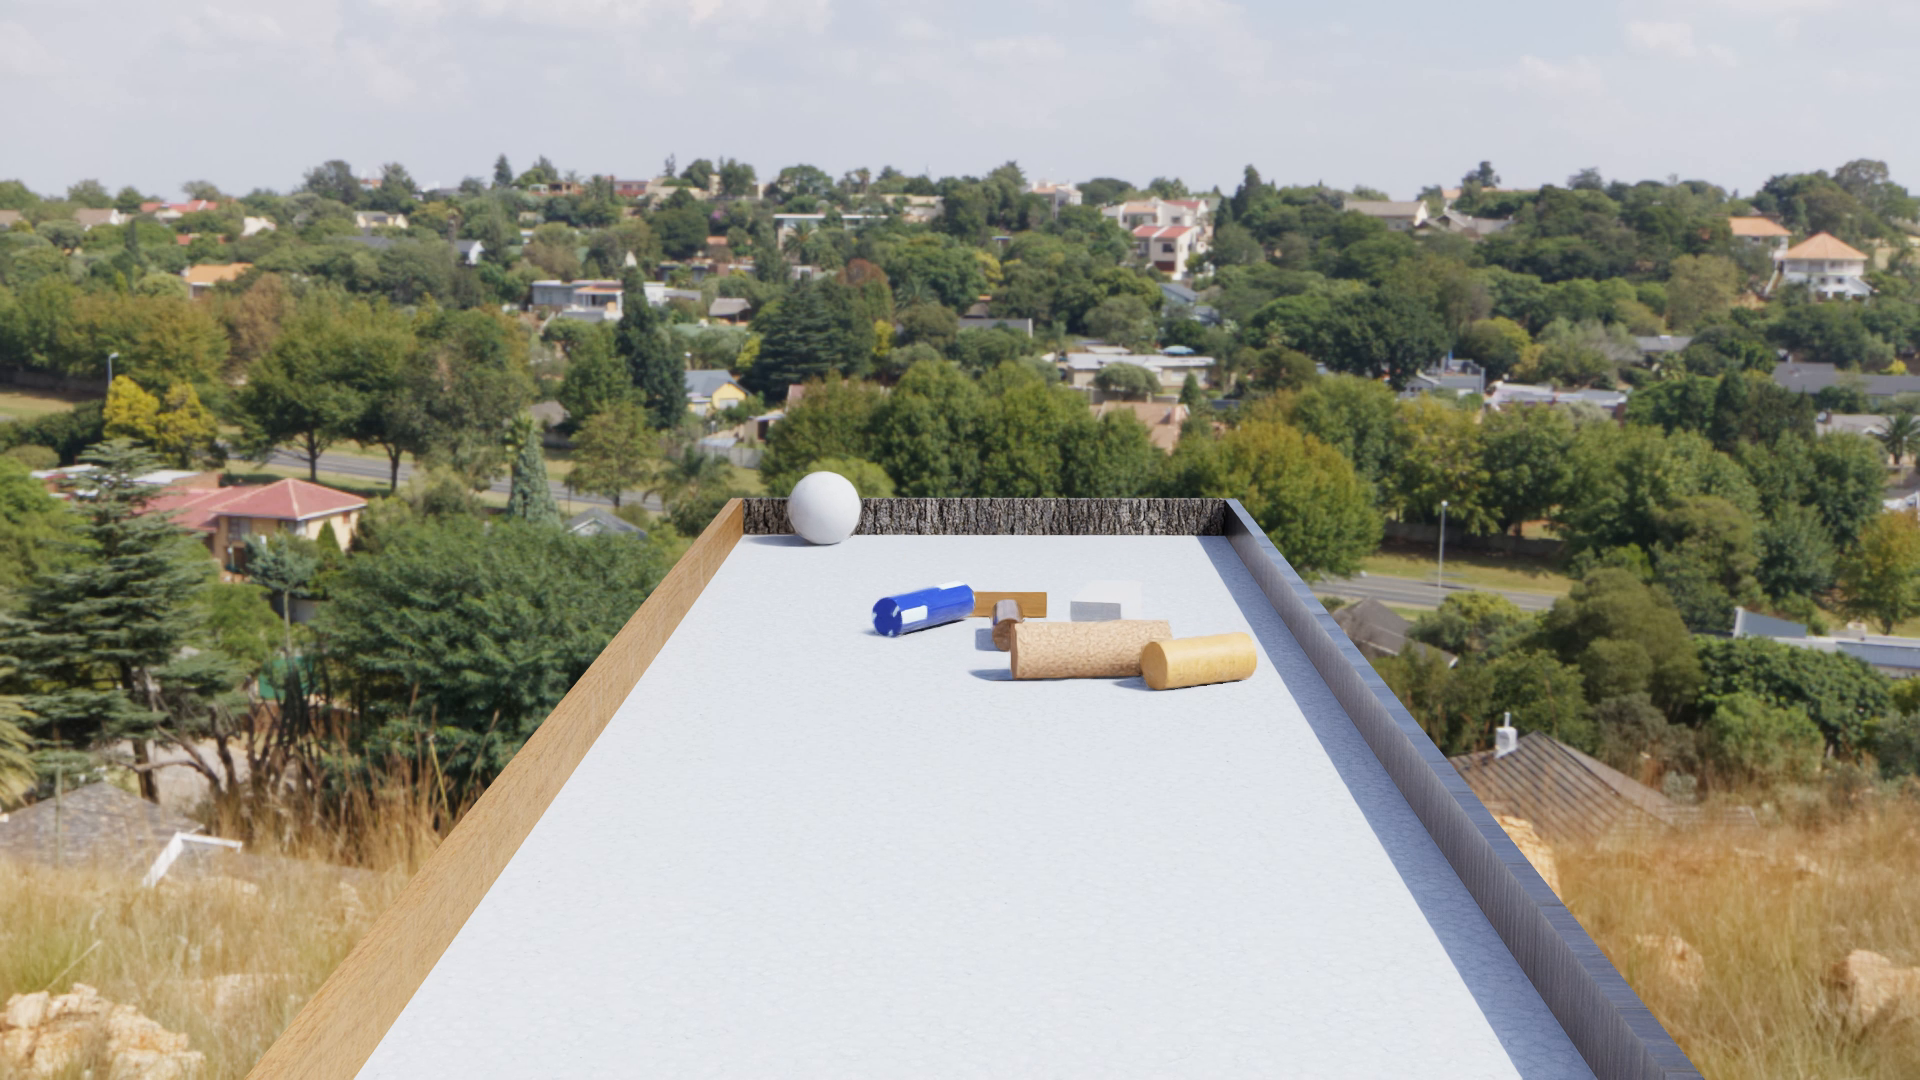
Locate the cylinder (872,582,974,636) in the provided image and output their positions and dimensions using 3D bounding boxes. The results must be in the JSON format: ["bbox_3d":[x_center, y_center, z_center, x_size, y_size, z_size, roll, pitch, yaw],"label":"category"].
[{"bbox_3d":[-0.117,0.224,7.190,0.126,0.126,0.381,7,11,37],"label":"cylinder"}]

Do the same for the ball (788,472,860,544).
[{"bbox_3d":[-0.550,-0.130,8.890,0.295,0.295,0.295,0,9,0],"label":"ball"}]

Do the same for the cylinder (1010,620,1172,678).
[{"bbox_3d":[0.385,0.320,6.469,0.457,0.164,0.164,-1,9,-7],"label":"cylinder"}]

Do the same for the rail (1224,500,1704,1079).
[{"bbox_3d":[1.046,0.843,3.208,0.050,0.150,12.000,0,9,1],"label":"rail"}]

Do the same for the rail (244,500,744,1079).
[{"bbox_3d":[-1.004,0.839,3.234,0.050,0.150,12.000,0,9,1],"label":"rail"}]

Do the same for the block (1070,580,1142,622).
[{"bbox_3d":[0.465,0.240,6.983,0.159,0.159,0.393,2,9,14],"label":"block"}]

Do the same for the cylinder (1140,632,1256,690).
[{"bbox_3d":[0.692,0.348,6.369,0.310,0.139,0.139,-5,10,-28],"label":"cylinder"}]

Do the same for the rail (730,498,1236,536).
[{"bbox_3d":[0.099,-0.098,9.147,2.100,0.150,0.050,0,9,1],"label":"rail"}]

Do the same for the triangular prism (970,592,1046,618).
[{"bbox_3d":[0.126,0.212,7.406,0.333,0.078,0.090,0,9,2],"label":"triangular prism"}]
